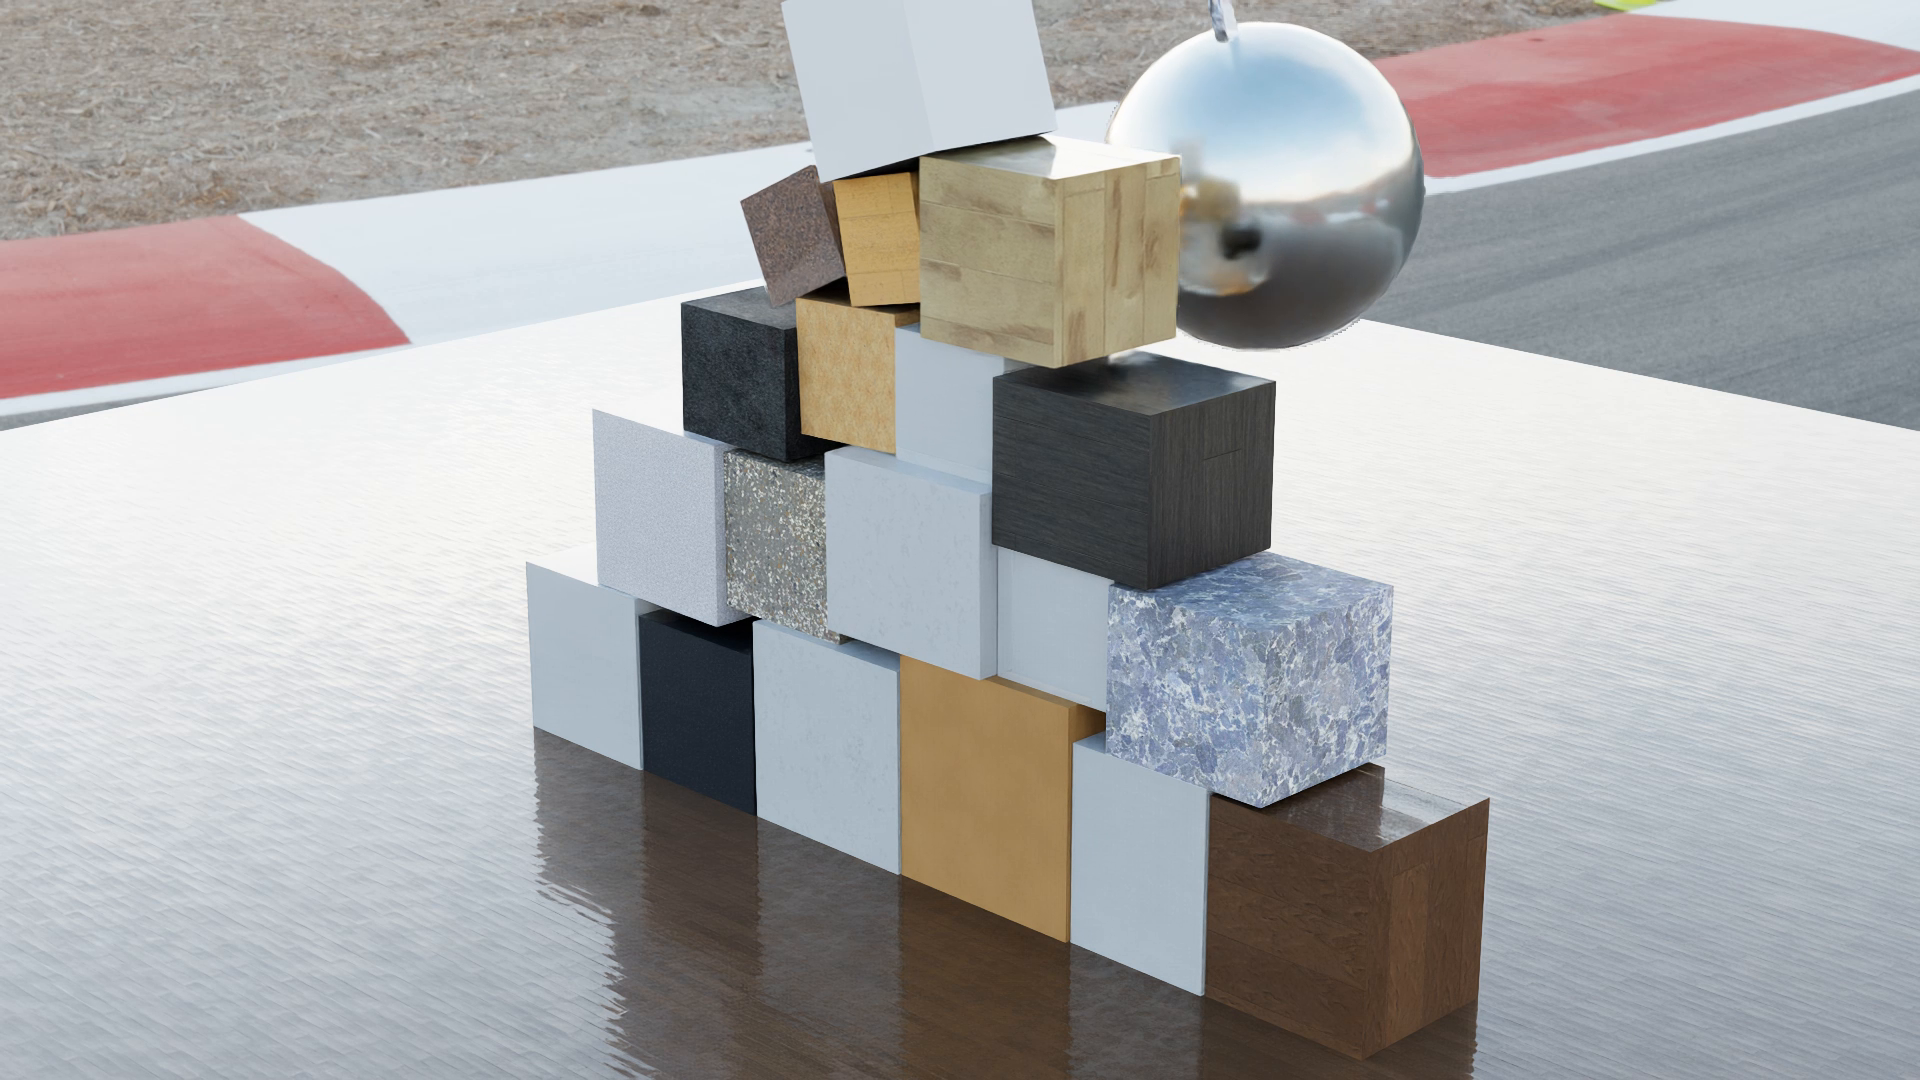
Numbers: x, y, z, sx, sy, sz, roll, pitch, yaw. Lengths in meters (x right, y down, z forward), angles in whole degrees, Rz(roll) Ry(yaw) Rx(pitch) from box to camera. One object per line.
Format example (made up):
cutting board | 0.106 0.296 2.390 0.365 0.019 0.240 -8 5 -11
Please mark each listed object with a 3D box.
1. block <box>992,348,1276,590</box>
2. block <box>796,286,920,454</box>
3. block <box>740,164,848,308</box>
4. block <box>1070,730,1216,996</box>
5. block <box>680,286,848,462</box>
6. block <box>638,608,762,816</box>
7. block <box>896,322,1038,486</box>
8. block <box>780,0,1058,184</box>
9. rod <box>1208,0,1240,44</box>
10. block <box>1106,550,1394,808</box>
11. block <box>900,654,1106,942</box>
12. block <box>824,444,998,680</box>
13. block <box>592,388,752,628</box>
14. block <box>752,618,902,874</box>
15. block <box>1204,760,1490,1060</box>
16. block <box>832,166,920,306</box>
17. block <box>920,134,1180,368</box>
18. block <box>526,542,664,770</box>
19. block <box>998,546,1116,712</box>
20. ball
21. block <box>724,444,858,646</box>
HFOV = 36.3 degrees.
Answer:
block | 0.734 -0.326 12.464 0.801 0.739 0.886 -17 24 -42
block | -0.298 -0.805 13.413 0.600 0.637 0.650 -17 21 -42
block | -0.557 -1.433 13.497 0.579 0.520 0.546 -17 -1 -42
block | 1.046 1.296 12.670 0.855 0.930 0.744 -17 24 -42
block | -0.801 -0.820 13.925 0.736 0.624 0.736 -17 25 -42
block | -0.958 0.752 14.590 0.931 0.817 0.836 -17 24 -42
block | 0.189 -0.647 12.964 0.671 0.599 0.668 -17 24 -42
block | -0.177 -2.077 12.861 0.758 0.804 0.759 -17 6 -42
rod | 0.636 -4.518 12.588 0.080 5.200 0.080 17 44 42
block | 1.206 0.546 12.258 0.828 0.748 0.843 -17 24 -42
block | 0.414 1.029 13.252 0.900 1.091 1.029 -17 24 -42
block | 0.075 0.008 13.281 0.949 0.840 0.976 -17 24 -42
block | -1.164 -0.211 14.510 0.904 0.902 0.918 -17 25 -42
block | -0.301 0.862 13.953 0.932 0.988 0.979 -17 24 -42
block | 1.596 1.480 12.131 0.795 0.903 0.819 -17 24 -42
block | -0.161 -1.372 13.061 0.536 0.565 0.501 -17 12 -42
block | 0.381 -1.253 12.566 0.771 0.792 0.793 -17 24 -42
block | -1.574 0.528 15.161 0.956 0.901 0.880 -17 24 -42
block | 0.660 0.295 12.745 0.727 0.614 0.673 -17 24 -42
ball | 1.467 -1.723 14.338 1.600 1.600 1.600 0 17 0
block | -0.550 -0.051 13.929 0.806 0.768 0.791 -17 24 -42
